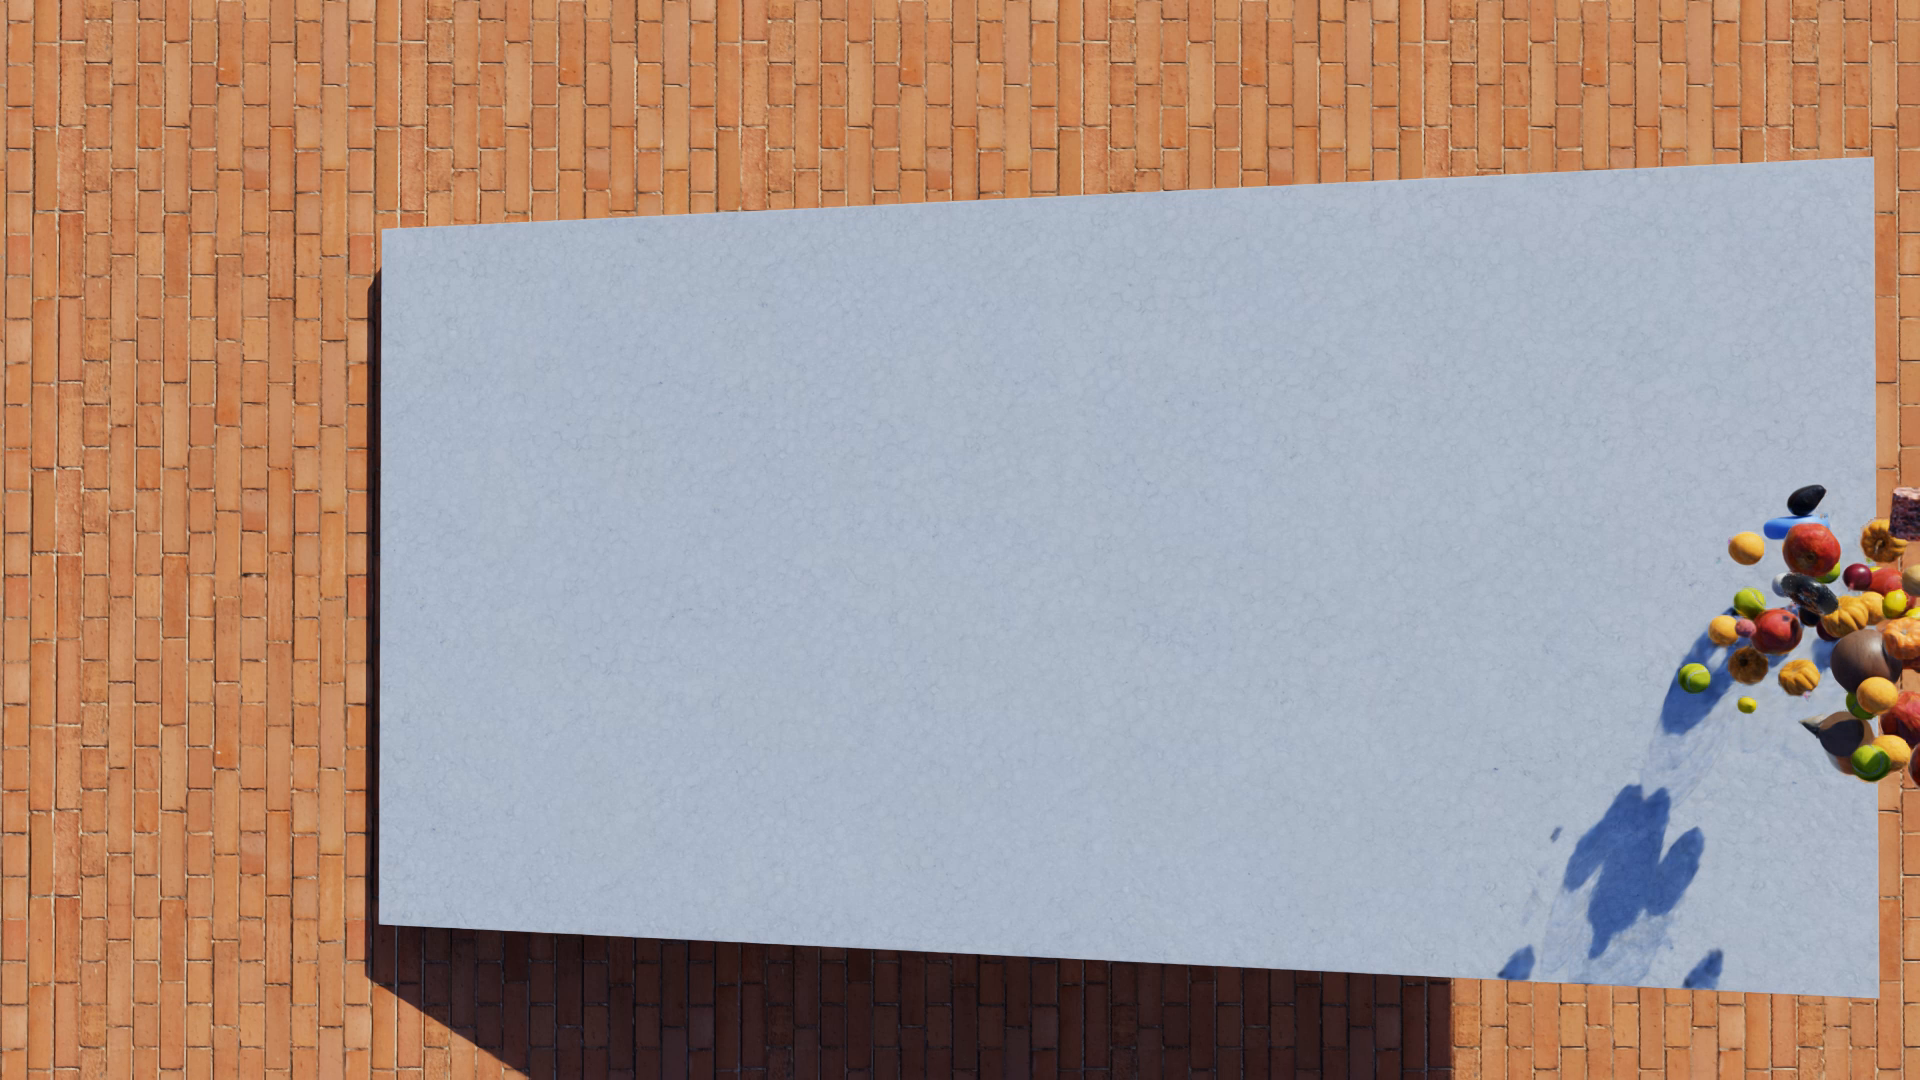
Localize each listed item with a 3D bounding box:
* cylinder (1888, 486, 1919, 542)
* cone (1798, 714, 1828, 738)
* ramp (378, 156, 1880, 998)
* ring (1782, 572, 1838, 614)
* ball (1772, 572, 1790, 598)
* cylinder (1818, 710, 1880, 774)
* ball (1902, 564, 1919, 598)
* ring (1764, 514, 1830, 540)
[{"bbox_3d":[1.696,-0.046,3.908,0.077,0.077,0.077,0,109,0],"label":"cylinder"},{"bbox_3d":[1.778,0.384,4.602,0.054,0.054,0.054,11,89,-6],"label":"cone"},{"bbox_3d":[0.269,0.096,5.823,4.000,0.100,2.000,0,89,16],"label":"ramp"},{"bbox_3d":[1.660,0.105,4.297,0.116,0.116,0.039,36,85,0],"label":"ring"},{"bbox_3d":[1.674,0.092,4.464,0.051,0.051,0.051,0,89,0],"label":"ball"},{"bbox_3d":[1.778,0.405,4.395,0.099,0.099,0.099,-15,56,25],"label":"cylinder"},{"bbox_3d":[1.689,0.072,3.871,0.060,0.060,0.060,0,89,0],"label":"ball"},{"bbox_3d":[1.953,-0.030,5.135,0.145,0.145,0.048,-5,86,0],"label":"ring"}]
